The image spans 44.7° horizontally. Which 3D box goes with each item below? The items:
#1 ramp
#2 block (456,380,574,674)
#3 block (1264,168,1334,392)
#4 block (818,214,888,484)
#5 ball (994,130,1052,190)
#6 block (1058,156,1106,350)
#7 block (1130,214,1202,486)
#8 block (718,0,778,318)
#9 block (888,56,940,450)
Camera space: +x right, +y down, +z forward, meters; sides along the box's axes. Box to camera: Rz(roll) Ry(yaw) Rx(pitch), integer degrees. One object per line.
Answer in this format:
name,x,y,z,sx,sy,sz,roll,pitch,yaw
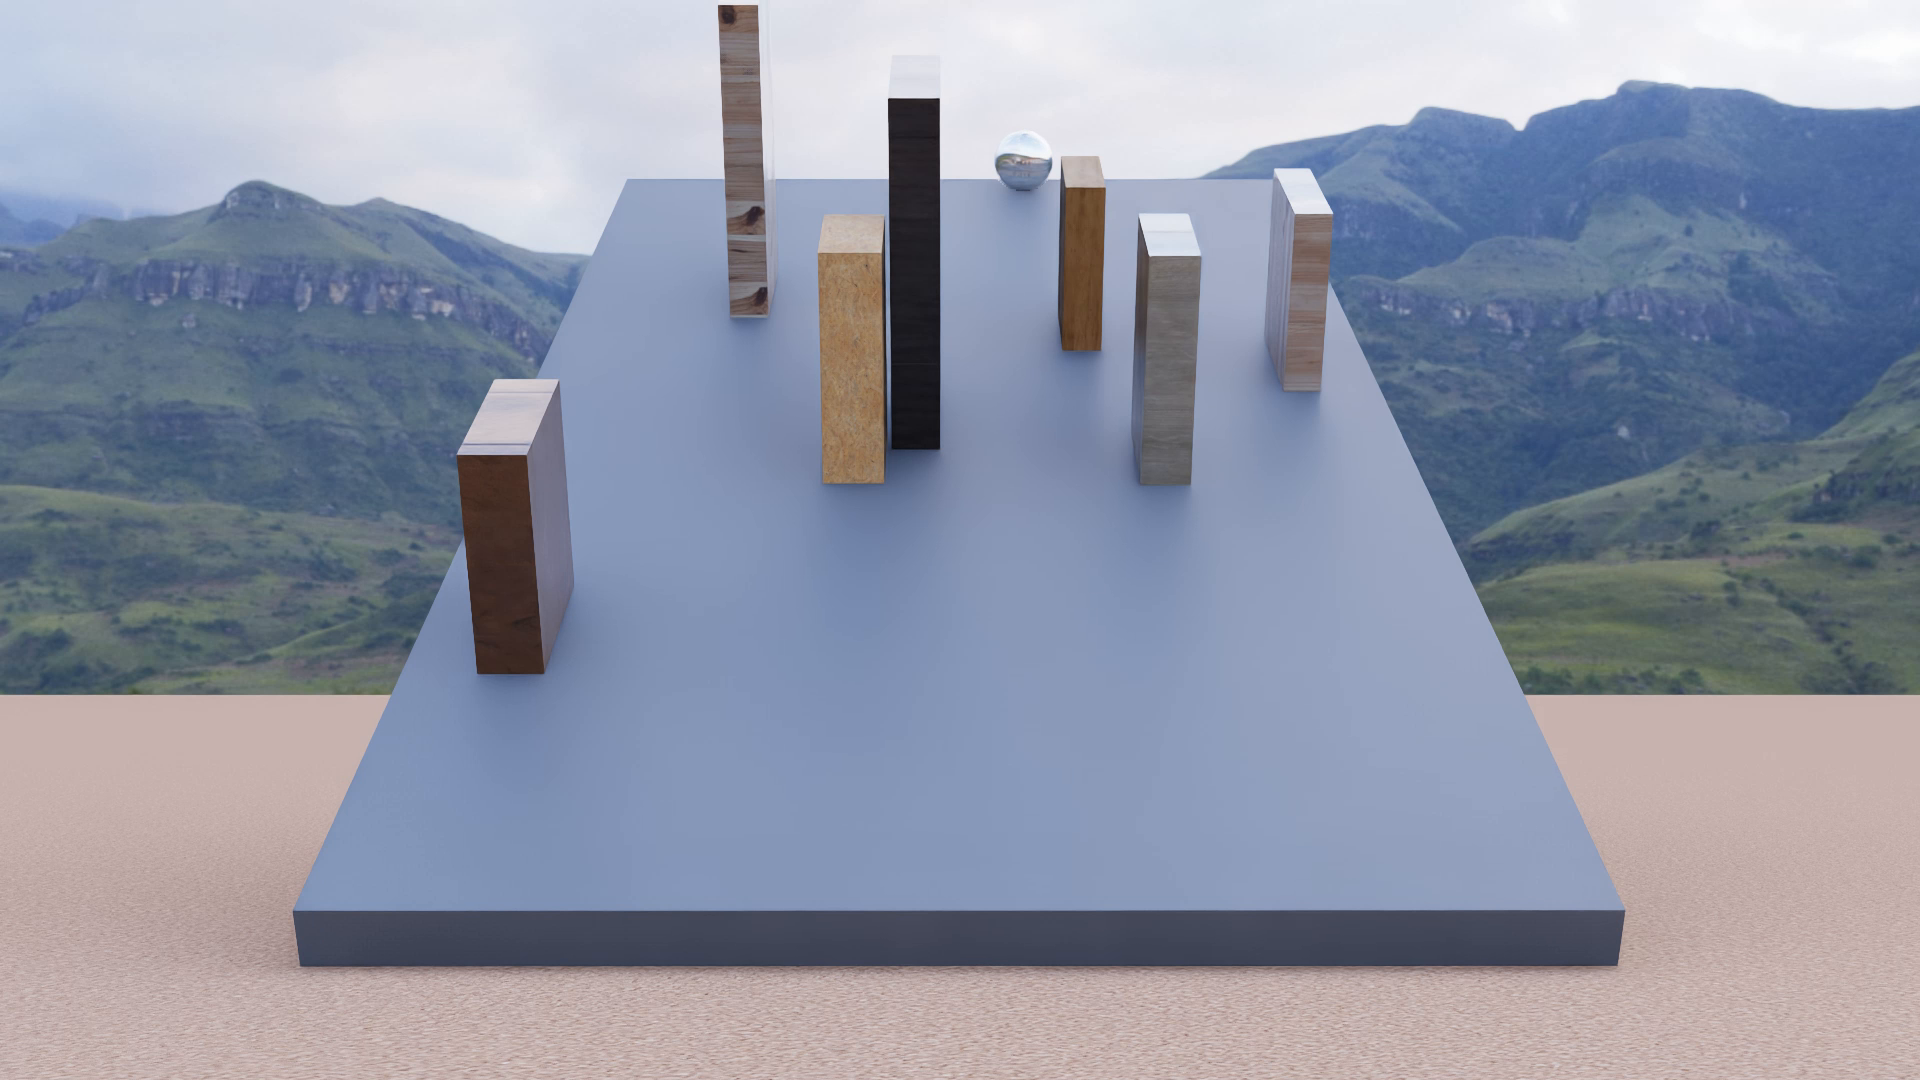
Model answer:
ramp,-0.008,-0.229,5.342,2.000,0.100,4.000,0,25,0
block,-0.806,-0.029,4.267,0.120,0.425,0.369,0,25,0
block,0.805,-0.625,5.574,0.087,0.432,0.380,0,25,0
block,-0.227,-0.410,5.000,0.131,0.513,0.270,0,25,0
ball,0.191,-1.142,7.012,0.176,0.176,0.176,0,-4,0
block,0.300,-0.713,5.787,0.095,0.412,0.283,0,25,0
block,0.439,-0.411,5.008,0.107,0.510,0.299,0,25,0
block,-0.538,-1.009,5.971,0.097,0.795,0.383,0,25,0
block,-0.098,-0.640,5.176,0.107,0.785,0.396,0,25,0
